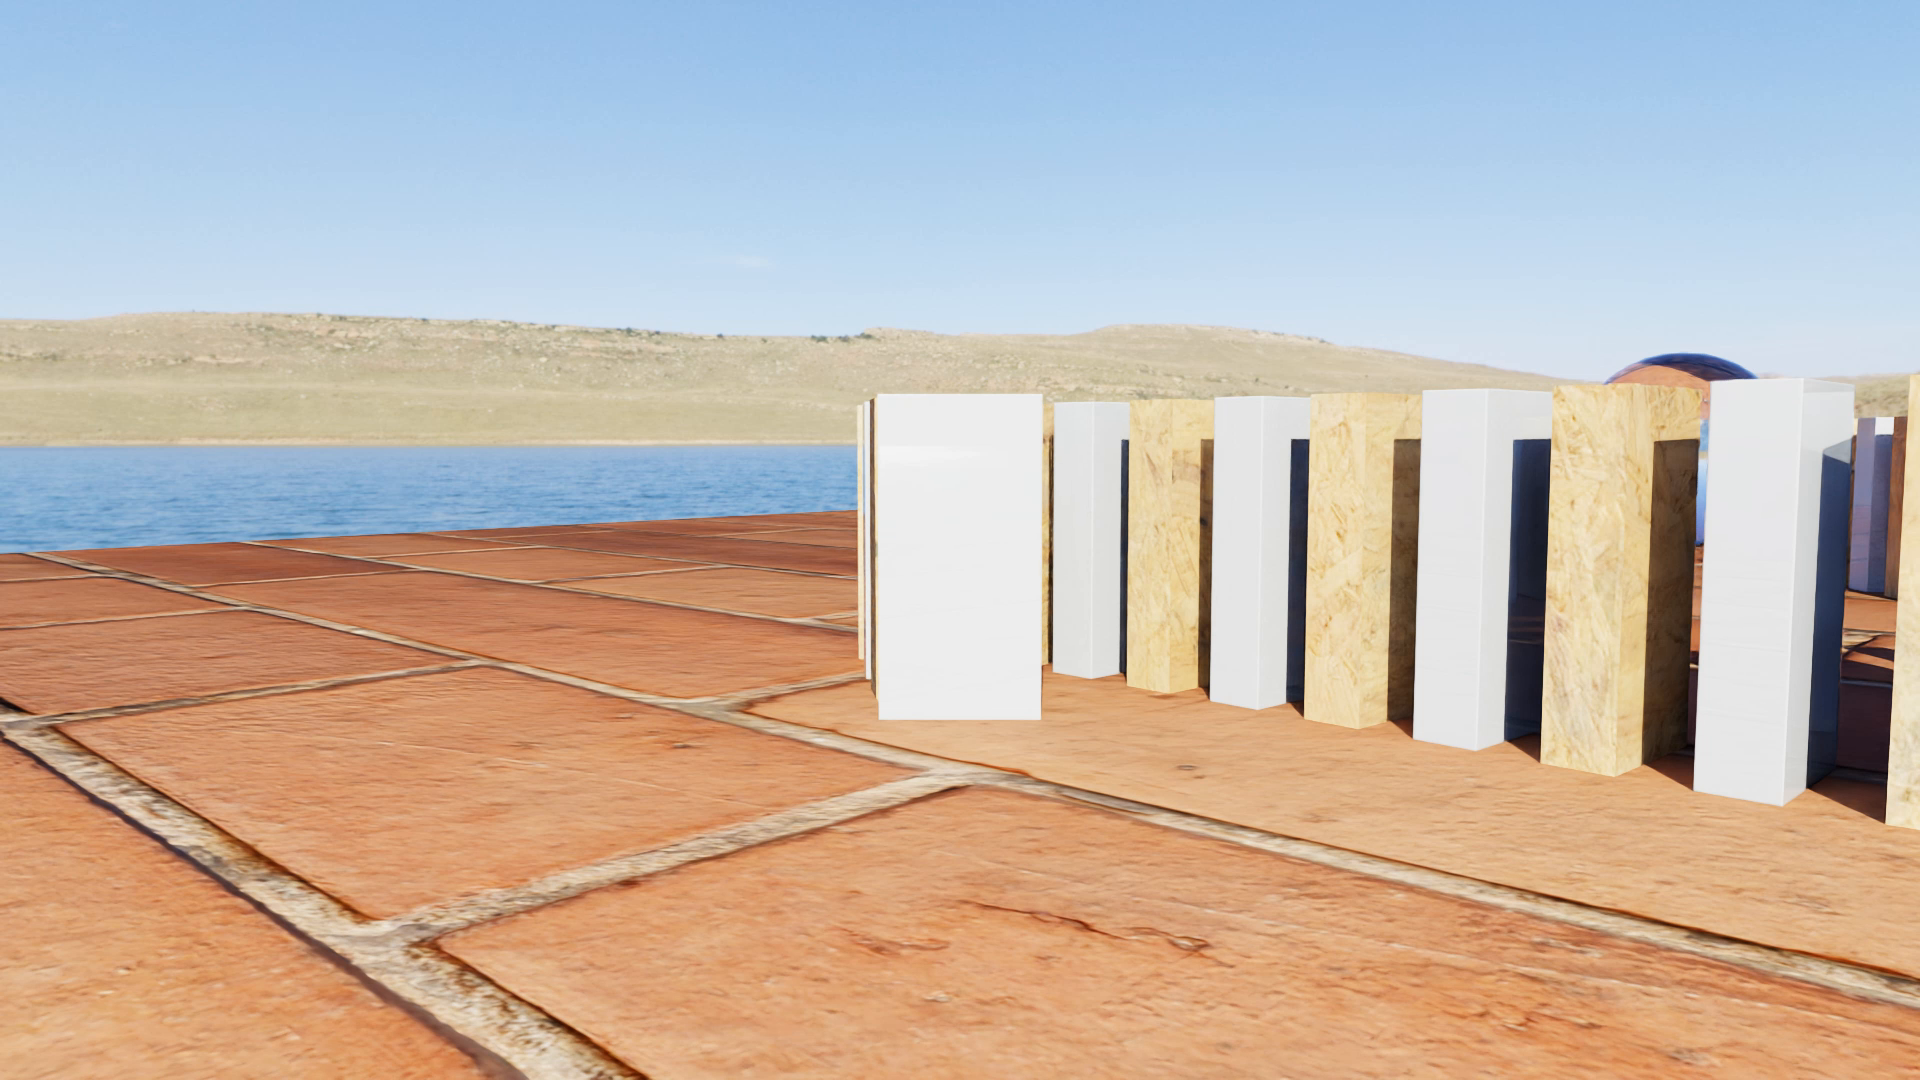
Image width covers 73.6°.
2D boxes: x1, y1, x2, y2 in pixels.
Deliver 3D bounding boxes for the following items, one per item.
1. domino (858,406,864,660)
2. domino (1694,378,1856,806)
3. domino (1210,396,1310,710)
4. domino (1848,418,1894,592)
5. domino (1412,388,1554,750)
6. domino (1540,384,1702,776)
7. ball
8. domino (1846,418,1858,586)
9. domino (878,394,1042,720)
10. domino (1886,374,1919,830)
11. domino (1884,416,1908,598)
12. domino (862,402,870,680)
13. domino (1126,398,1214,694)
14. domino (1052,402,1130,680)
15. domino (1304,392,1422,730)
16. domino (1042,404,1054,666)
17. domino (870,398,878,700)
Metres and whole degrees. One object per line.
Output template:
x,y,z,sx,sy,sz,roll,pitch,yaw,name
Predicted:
-0.007,-0.001,0.253,0.025,0.050,0.009,1,4,15,domino
0.102,0.005,0.161,0.025,0.050,0.009,-4,6,-44,domino
0.054,0.001,0.215,0.025,0.050,0.009,-4,6,-41,domino
0.273,-0.010,0.369,0.025,0.050,0.009,1,4,8,domino
0.078,0.003,0.188,0.025,0.050,0.009,-4,6,-41,domino
0.090,0.004,0.174,0.025,0.050,0.009,-4,6,-42,domino
0.296,-0.037,0.529,0.080,0.080,0.080,0,4,0,ball
0.276,-0.012,0.387,0.025,0.050,0.010,1,4,8,domino
0.000,0.002,0.201,0.025,0.050,0.009,0,4,0,domino
0.115,0.006,0.148,0.010,0.050,0.025,4,6,40,domino
0.271,-0.009,0.351,0.025,0.050,0.009,1,4,8,domino
-0.005,0.000,0.237,0.025,0.050,0.009,-1,4,-7,domino
0.042,0.000,0.229,0.025,0.050,0.009,-4,6,-41,domino
0.030,-0.001,0.242,0.025,0.050,0.009,-4,6,-43,domino
0.066,0.002,0.201,0.025,0.050,0.009,-4,6,-41,domino
0.017,-0.002,0.255,0.009,0.050,0.025,3,5,35,domino
-0.002,0.001,0.219,0.025,0.050,0.010,-1,4,-9,domino
